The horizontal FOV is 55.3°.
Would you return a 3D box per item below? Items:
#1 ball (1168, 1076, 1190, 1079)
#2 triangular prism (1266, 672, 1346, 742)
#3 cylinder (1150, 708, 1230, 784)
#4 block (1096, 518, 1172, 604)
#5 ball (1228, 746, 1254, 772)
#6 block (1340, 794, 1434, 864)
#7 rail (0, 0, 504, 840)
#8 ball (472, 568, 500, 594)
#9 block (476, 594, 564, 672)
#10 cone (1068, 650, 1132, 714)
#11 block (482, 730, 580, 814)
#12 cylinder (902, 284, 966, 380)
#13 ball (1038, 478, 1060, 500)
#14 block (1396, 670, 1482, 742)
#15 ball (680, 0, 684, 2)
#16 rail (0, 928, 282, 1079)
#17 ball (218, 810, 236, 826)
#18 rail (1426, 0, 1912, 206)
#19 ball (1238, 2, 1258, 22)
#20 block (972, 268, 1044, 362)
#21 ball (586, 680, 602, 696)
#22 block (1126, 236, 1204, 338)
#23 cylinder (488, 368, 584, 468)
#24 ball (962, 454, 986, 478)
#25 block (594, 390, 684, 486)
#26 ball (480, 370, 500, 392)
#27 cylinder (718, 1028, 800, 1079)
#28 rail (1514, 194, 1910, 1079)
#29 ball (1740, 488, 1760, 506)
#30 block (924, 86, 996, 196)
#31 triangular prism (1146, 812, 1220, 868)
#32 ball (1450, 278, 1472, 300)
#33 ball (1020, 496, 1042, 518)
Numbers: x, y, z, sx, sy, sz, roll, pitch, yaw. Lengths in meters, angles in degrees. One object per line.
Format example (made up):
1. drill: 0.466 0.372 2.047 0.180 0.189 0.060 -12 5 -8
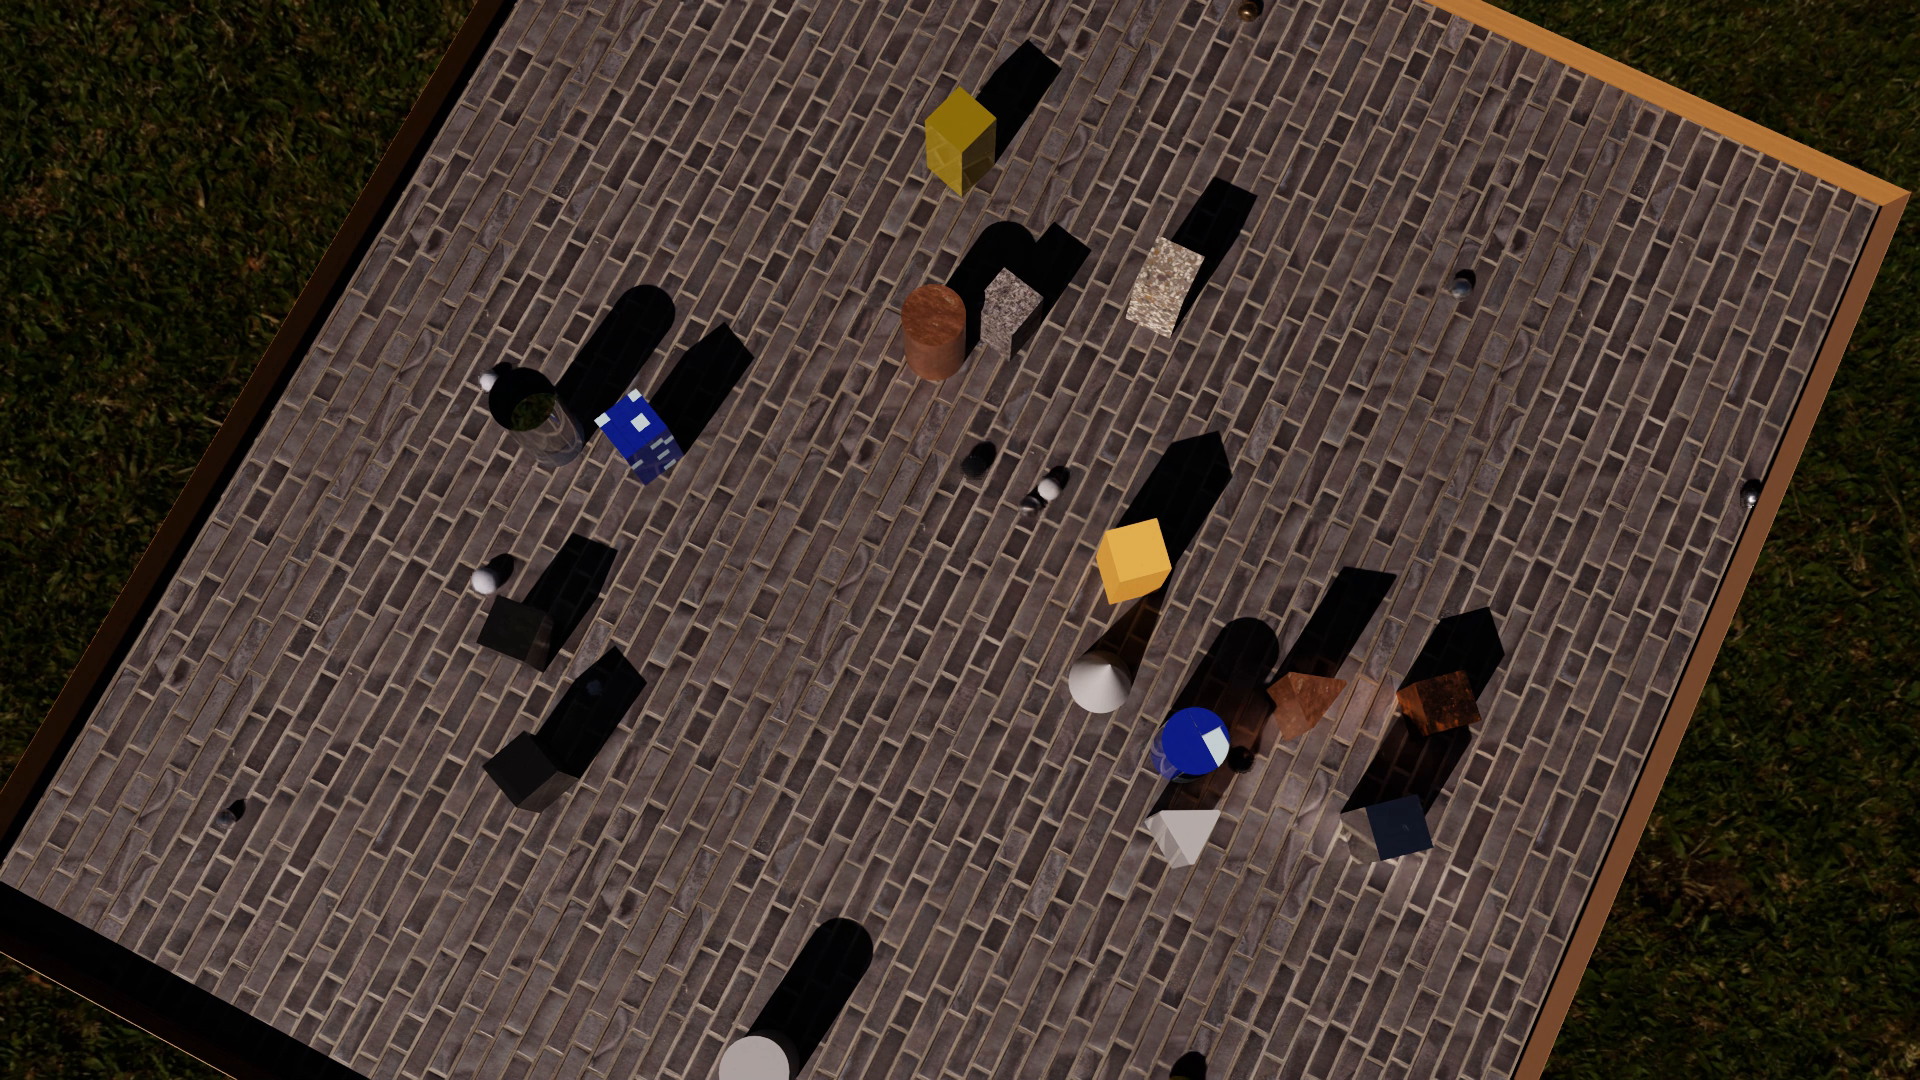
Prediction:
1. ball: 0.629 1.580 5.241 0.096 0.096 0.096 0 78 0
2. triangular prism: 0.975 0.456 5.319 0.144 0.397 0.166 38 81 7
3. cylinder: 0.665 0.599 5.325 0.191 0.328 0.191 0 78 0
4. block: 0.509 0.067 5.408 0.153 0.380 0.153 -14 79 -3
5. ball: 0.836 0.650 5.444 0.074 0.074 0.074 0 78 0
6. block: 1.220 0.834 5.264 0.153 0.353 0.153 -14 79 -3
7. rail: -1.912 -0.929 5.744 0.045 0.124 4.624 26 80 5
8. ball: -1.435 0.124 5.549 0.081 0.081 0.081 0 78 0
9. block: -1.301 0.280 5.432 0.153 0.248 0.153 21 79 4
10. cone: 0.423 0.389 5.342 0.191 0.380 0.191 0 78 0
11. block: -1.242 0.676 5.321 0.153 0.304 0.153 -41 81 -8
12. cylinder: -0.078 -0.626 5.564 0.191 0.356 0.191 0 78 0
13. ball: 0.274 -0.157 5.613 0.070 0.070 0.070 0 78 0
14. block: 1.407 0.489 5.395 0.153 0.236 0.153 -15 79 -3
15. ball: -0.902 -1.792 5.944 0.085 0.085 0.085 0 78 0
16. rail: -1.023 2.011 5.136 4.322 0.124 0.045 26 80 5
17. ball: -2.168 0.823 5.421 0.049 0.049 0.049 0 78 0
18. rail: 1.023 -1.998 5.965 4.322 0.124 0.045 26 80 5
19. ball: 0.934 -1.712 5.937 0.066 0.066 0.066 0 78 0
20. block: 0.144 -0.689 5.625 0.153 0.263 0.153 39 81 7
21. ball: -1.097 0.444 5.501 0.047 0.047 0.047 0 78 0
22. block: 0.623 -0.768 5.594 0.153 0.356 0.153 26 79 5
23. cylinder: -1.259 -0.360 5.474 0.191 0.425 0.191 0 78 0
24. ball: 0.043 -0.226 5.624 0.077 0.077 0.077 0 78 0
25. block: -0.960 -0.305 5.510 0.153 0.333 0.153 -39 81 -7
26. ball: -1.456 -0.492 5.685 0.065 0.065 0.065 0 78 0
27. cylinder: -0.559 1.479 5.140 0.191 0.333 0.191 0 78 0
28. rail: 1.912 0.943 5.357 0.045 0.124 4.624 26 80 5
29. ball: 2.423 -0.131 5.614 0.058 0.058 0.058 0 78 0
30. block: 0.002 -1.233 5.694 0.153 0.348 0.153 43 81 8
31. triangular prism: 0.652 0.823 5.228 0.144 0.426 0.166 -30 80 -6
32. ball: 1.569 -0.788 5.745 0.068 0.068 0.068 0 78 0
33. ball: 0.217 -0.101 5.604 0.065 0.065 0.065 0 78 0
